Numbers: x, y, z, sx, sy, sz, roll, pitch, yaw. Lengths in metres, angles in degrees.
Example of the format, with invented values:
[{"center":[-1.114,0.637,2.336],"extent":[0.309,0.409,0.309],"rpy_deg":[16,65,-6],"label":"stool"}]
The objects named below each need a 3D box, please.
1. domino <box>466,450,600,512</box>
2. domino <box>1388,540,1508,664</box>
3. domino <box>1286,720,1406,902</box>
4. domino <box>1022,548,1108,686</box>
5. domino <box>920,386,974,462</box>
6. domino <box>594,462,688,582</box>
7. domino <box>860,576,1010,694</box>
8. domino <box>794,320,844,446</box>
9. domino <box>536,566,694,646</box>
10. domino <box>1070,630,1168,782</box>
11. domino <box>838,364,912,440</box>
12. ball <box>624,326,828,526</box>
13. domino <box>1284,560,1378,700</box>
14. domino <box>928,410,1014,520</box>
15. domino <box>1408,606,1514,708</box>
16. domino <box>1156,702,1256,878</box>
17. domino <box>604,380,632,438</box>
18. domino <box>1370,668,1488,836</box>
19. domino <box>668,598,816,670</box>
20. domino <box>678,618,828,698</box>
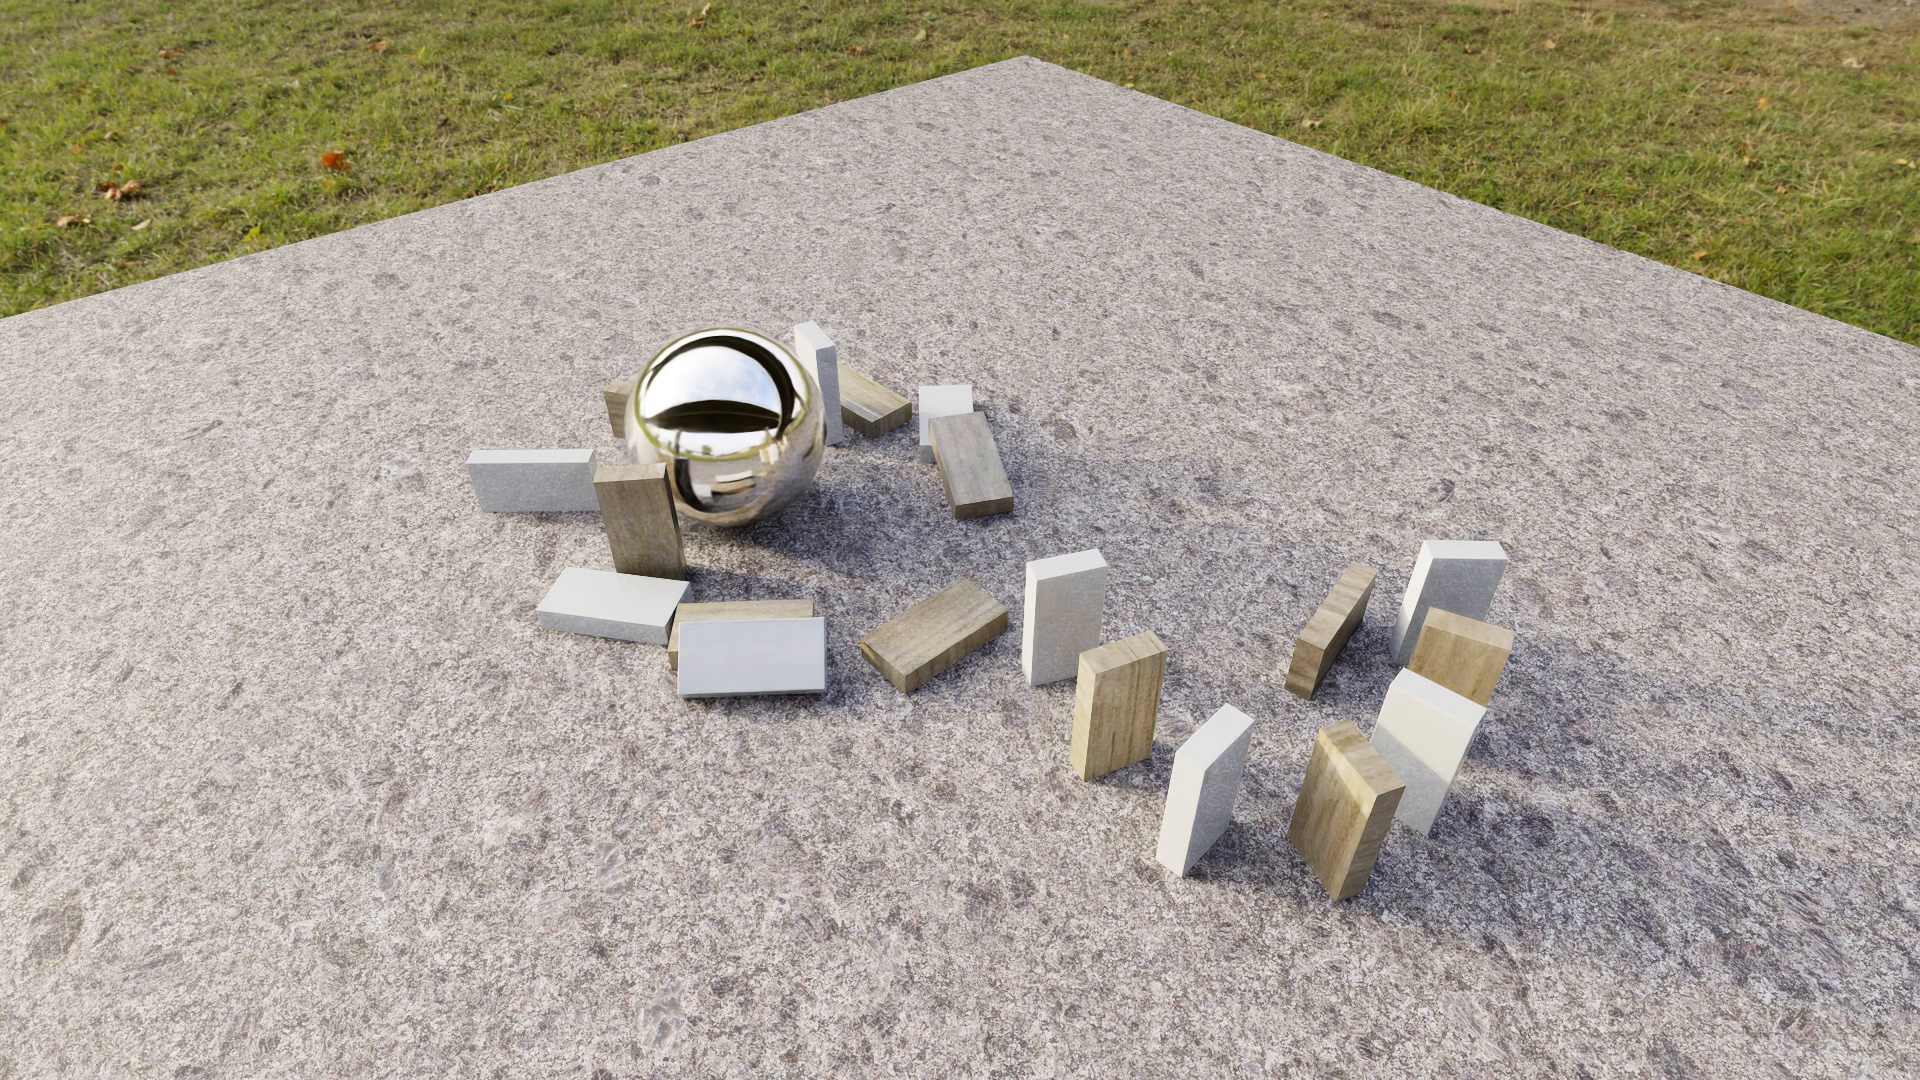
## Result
[{"center":[-0.177,-0.025,0.462],"extent":[0.050,0.025,0.009],"rpy_deg":[-1,39,-1],"label":"domino"},{"center":[0.169,0.023,0.384],"extent":[0.025,0.050,0.010],"rpy_deg":[1,39,1],"label":"domino"},{"center":[0.110,0.078,0.316],"extent":[0.010,0.050,0.025],"rpy_deg":[-14,41,-16],"label":"domino"},{"center":[0.035,0.027,0.378],"extent":[0.025,0.050,0.009],"rpy_deg":[-11,41,-13],"label":"domino"},{"center":[-0.006,-0.054,0.510],"extent":[0.025,0.010,0.050],"rpy_deg":[-1,39,-2],"label":"domino"},{"center":[-0.121,-0.005,0.418],"extent":[0.025,0.050,0.010],"rpy_deg":[-4,40,-5],"label":"domino"},{"center":[-0.009,0.034,0.402],"extent":[0.050,0.009,0.025],"rpy_deg":[-30,48,-31],"label":"domino"},{"center":[-0.064,-0.070,0.497],"extent":[0.009,0.050,0.025],"rpy_deg":[-19,43,-22],"label":"domino"},{"center":[-0.129,0.025,0.413],"extent":[0.050,0.010,0.025],"rpy_deg":[7,40,8],"label":"domino"},{"center":[0.049,0.053,0.347],"extent":[0.025,0.050,0.010],"rpy_deg":[-16,42,-18],"label":"domino"},{"center":[-0.049,-0.067,0.525],"extent":[0.050,0.010,0.025],"rpy_deg":[32,49,33],"label":"domino"},{"center":[-0.094,-0.045,0.443],"extent":[0.080,0.080,0.080],"rpy_deg":[0,39,0],"label":"ball"},{"center":[0.133,0.032,0.392],"extent":[0.010,0.025,0.050],"rpy_deg":[25,46,27],"label":"domino"},{"center":[0.004,-0.033,0.474],"extent":[0.025,0.010,0.050],"rpy_deg":[-9,54,-11],"label":"domino"},{"center":[0.157,0.047,0.355],"extent":[0.025,0.050,0.009],"rpy_deg":[18,43,20],"label":"domino"},{"center":[0.071,0.074,0.321],"extent":[0.010,0.050,0.025],"rpy_deg":[31,49,32],"label":"domino"},{"center":[-0.135,-0.056,0.499],"extent":[0.050,0.025,0.010],"rpy_deg":[11,40,13],"label":"domino"},{"center":[0.138,0.065,0.333],"extent":[0.025,0.050,0.009],"rpy_deg":[29,47,30],"label":"domino"},{"center":[-0.079,0.034,0.402],"extent":[0.050,0.010,0.025],"rpy_deg":[-2,39,-2],"label":"domino"},{"center":[-0.072,0.041,0.383],"extent":[0.050,0.009,0.025],"rpy_deg":[-2,74,-2],"label":"domino"}]
